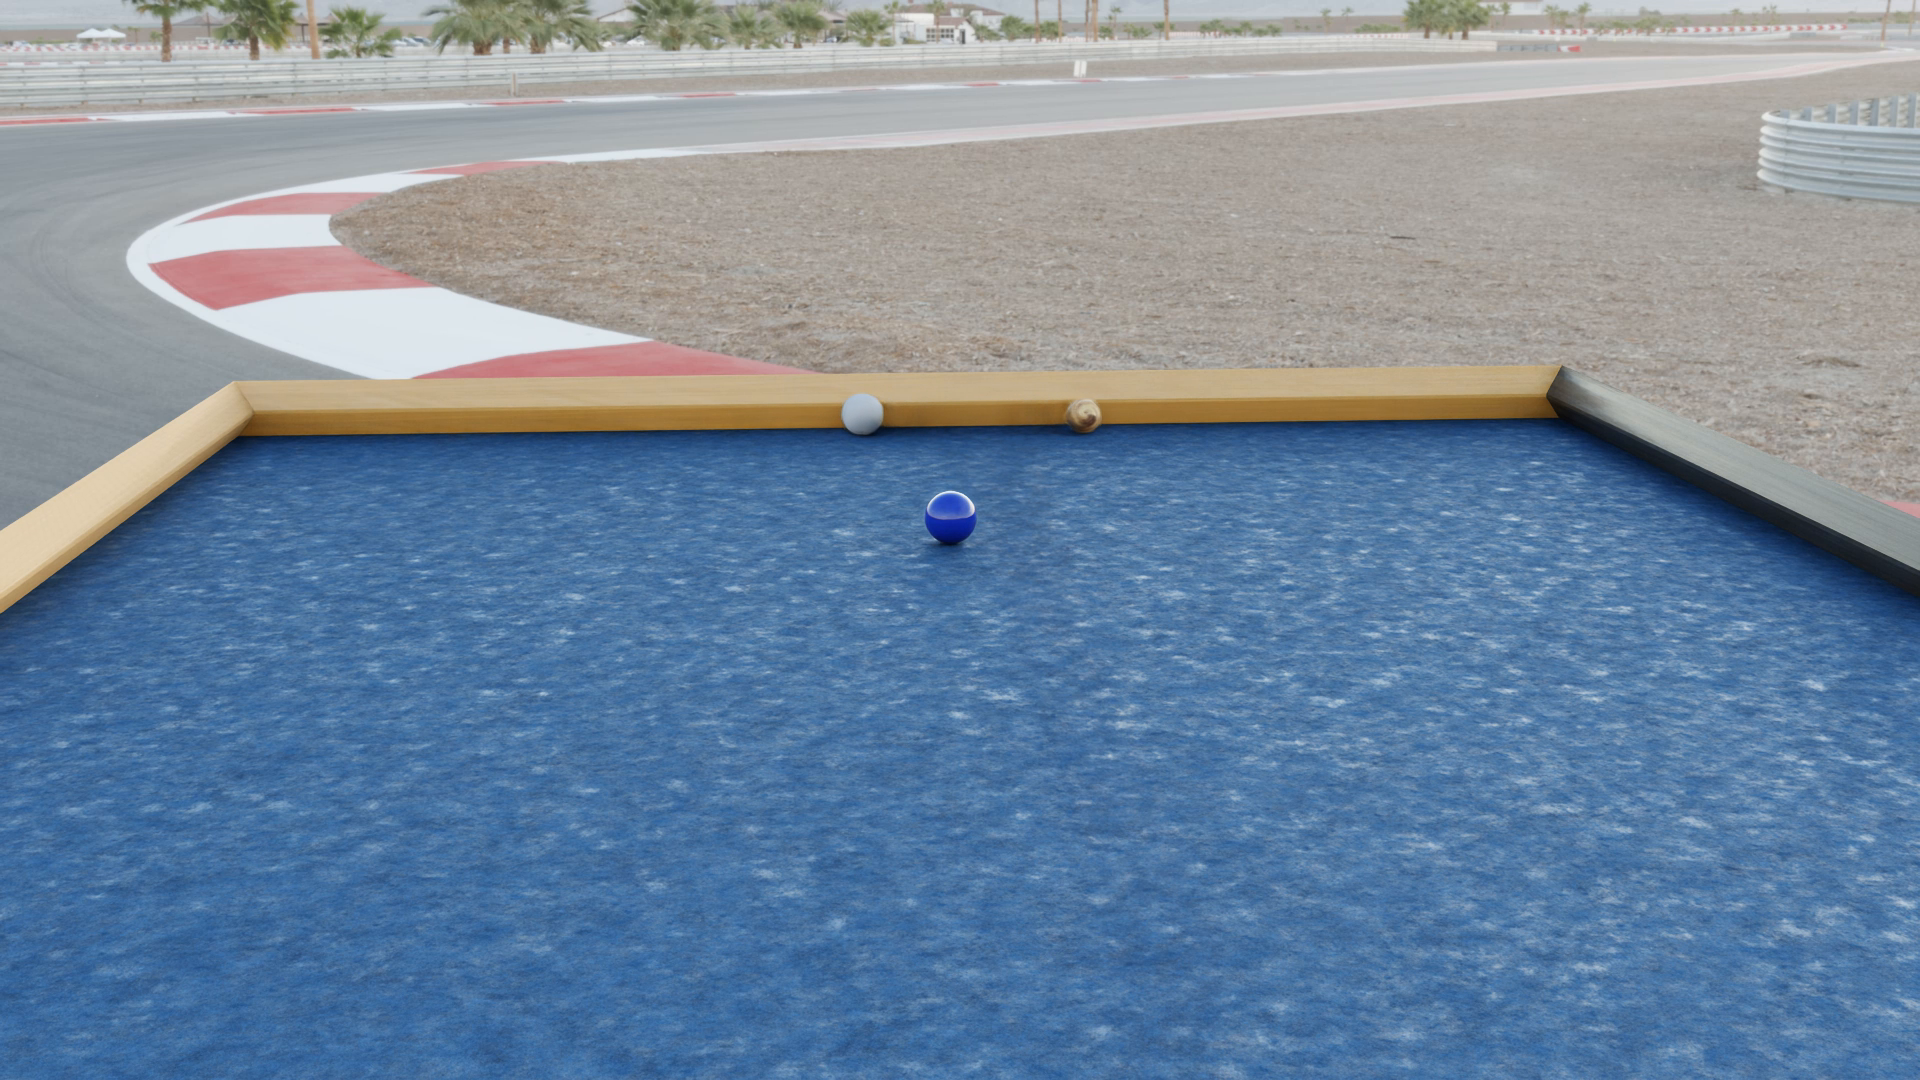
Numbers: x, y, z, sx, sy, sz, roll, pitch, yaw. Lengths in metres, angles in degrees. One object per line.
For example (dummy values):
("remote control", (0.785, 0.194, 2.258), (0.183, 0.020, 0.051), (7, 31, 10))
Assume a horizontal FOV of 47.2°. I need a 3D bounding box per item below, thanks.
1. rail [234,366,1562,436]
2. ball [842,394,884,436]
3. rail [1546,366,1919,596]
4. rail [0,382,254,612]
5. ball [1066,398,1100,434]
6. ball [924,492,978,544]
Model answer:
("rail", (-0.087, -0.263, 4.173), (2.533, 0.102, 0.045), (-1, 13, -4))
("ball", (-0.181, -0.235, 4.110), (0.079, 0.079, 0.079), (0, 13, 0))
("rail", (1.328, 0.215, 2.115), (0.045, 0.102, 4.483), (-1, 13, -4))
("rail", (-1.150, 0.259, 1.923), (0.045, 0.102, 4.483), (-1, 13, -4))
("ball", (0.231, -0.233, 4.130), (0.066, 0.066, 0.066), (0, 13, 0))
("ball", (-0.014, -0.033, 3.241), (0.078, 0.078, 0.078), (0, 13, 0))
